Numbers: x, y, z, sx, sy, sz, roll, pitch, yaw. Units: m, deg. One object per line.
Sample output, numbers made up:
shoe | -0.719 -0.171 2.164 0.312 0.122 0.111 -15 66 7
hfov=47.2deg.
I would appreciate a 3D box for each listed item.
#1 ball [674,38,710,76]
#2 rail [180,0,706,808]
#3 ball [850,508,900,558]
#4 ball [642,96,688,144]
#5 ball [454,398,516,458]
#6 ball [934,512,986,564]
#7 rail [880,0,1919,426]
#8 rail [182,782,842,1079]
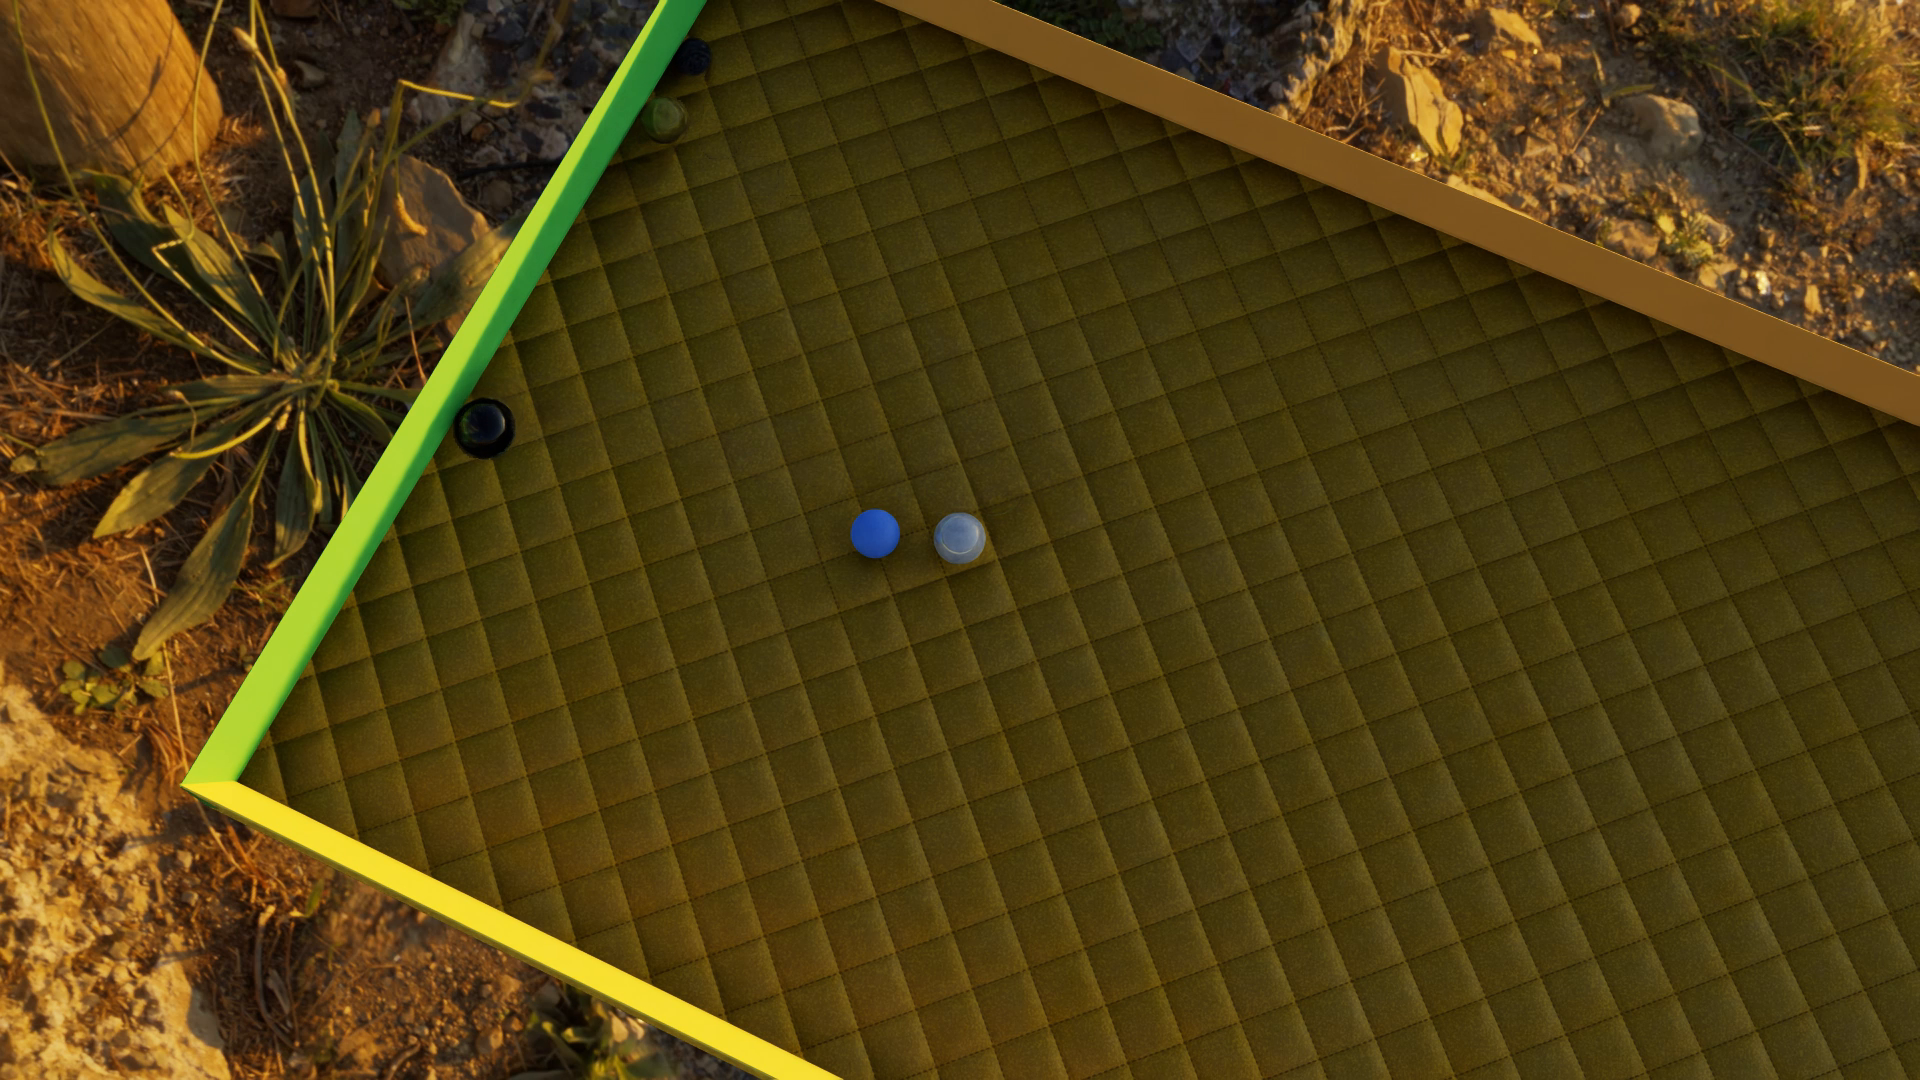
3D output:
ball | -0.457 -0.824 3.752 0.062 0.062 0.062 0 70 0
rail | -0.750 -0.343 3.541 0.045 0.124 1.730 24 72 9
ball | -0.133 -0.010 3.445 0.078 0.078 0.078 0 70 0
ball | -0.498 -0.706 3.701 0.077 0.077 0.077 0 70 0
ball | -0.755 -0.178 3.497 0.096 0.096 0.096 0 70 0
ball | -0.001 -0.003 3.440 0.082 0.082 0.082 0 70 0
rail | 1.133 -0.377 3.554 3.418 0.124 0.045 24 72 9
rail | 0.411 1.049 3.030 3.418 0.124 0.045 24 72 9
